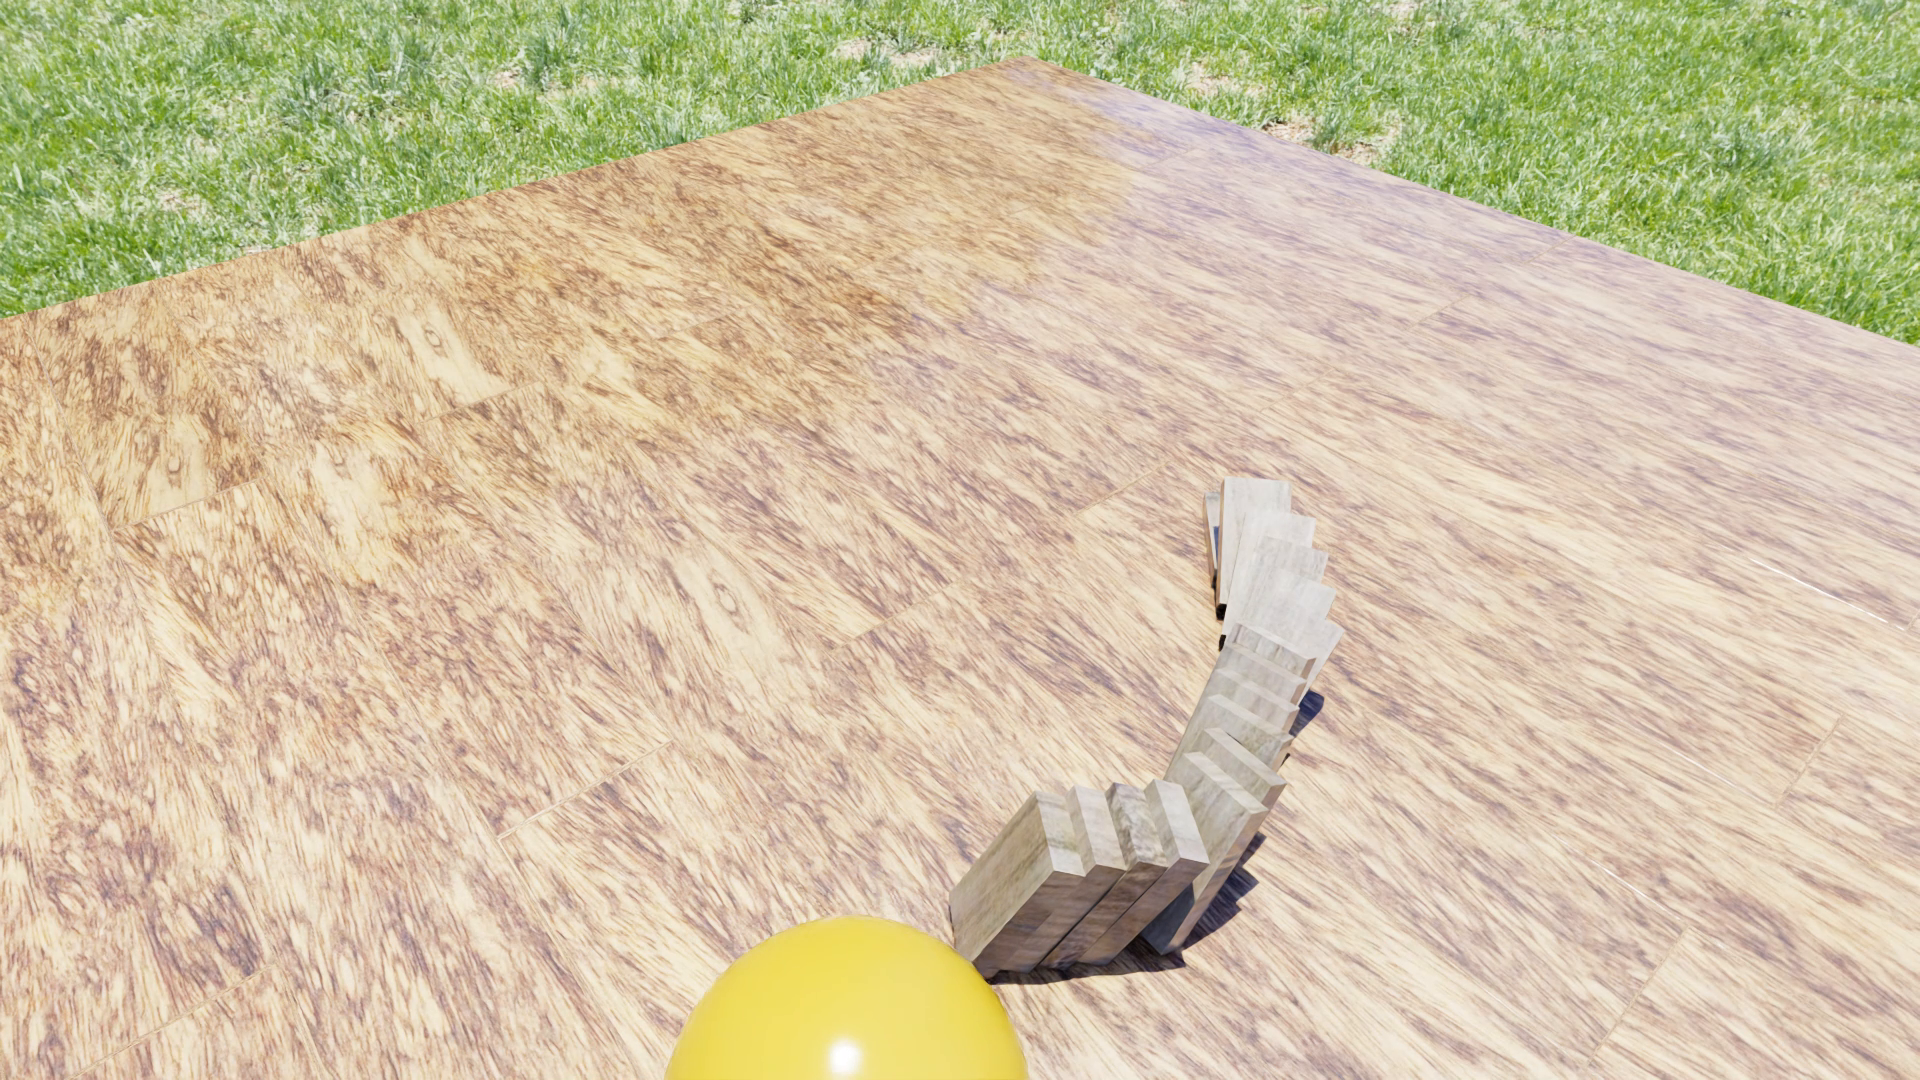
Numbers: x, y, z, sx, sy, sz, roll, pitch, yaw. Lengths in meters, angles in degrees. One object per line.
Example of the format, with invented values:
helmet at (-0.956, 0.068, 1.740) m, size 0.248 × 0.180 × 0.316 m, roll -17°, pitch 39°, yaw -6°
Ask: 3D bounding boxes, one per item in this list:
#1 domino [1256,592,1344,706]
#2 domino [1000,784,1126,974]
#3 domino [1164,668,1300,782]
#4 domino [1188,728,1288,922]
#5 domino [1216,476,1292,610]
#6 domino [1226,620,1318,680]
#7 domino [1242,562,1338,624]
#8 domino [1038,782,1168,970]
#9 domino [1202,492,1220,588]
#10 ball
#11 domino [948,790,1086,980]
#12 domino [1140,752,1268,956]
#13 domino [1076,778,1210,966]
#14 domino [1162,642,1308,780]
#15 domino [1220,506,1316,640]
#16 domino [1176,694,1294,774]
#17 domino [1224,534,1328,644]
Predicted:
domino at (0.103, 0.045, 0.365) m, size 0.025 × 0.009 × 0.050 m, roll 32°, pitch 81°, yaw 21°
domino at (0.025, 0.093, 0.299) m, size 0.009 × 0.050 × 0.025 m, roll 18°, pitch 34°, yaw -23°
domino at (0.079, 0.067, 0.332) m, size 0.025 × 0.050 × 0.010 m, roll 30°, pitch 17°, yaw 31°
domino at (0.069, 0.082, 0.314) m, size 0.010 × 0.050 × 0.025 m, roll 6°, pitch 26°, yaw -47°
domino at (0.112, 0.002, 0.419) m, size 0.025 × 0.010 × 0.050 m, roll 5°, pitch 75°, yaw 5°
domino at (0.090, 0.053, 0.348) m, size 0.025 × 0.050 × 0.009 m, roll 30°, pitch 16°, yaw 31°
domino at (0.107, 0.036, 0.378) m, size 0.025 × 0.009 × 0.050 m, roll 23°, pitch 78°, yaw 20°
domino at (0.036, 0.092, 0.300) m, size 0.009 × 0.050 × 0.025 m, roll 18°, pitch 34°, yaw -23°
domino at (0.113, 0.000, 0.444) m, size 0.025 × 0.010 × 0.050 m, roll 3°, pitch 39°, yaw 4°
ball at (-0.024, 0.123, 0.237) m, size 0.080 × 0.080 × 0.080 m, roll 0°, pitch 39°, yaw 0°
domino at (0.014, 0.094, 0.298) m, size 0.010 × 0.050 × 0.025 m, roll 18°, pitch 34°, yaw -23°
domino at (0.062, 0.087, 0.307) m, size 0.009 × 0.050 × 0.025 m, roll 6°, pitch 26°, yaw -47°
domino at (0.046, 0.091, 0.301) m, size 0.010 × 0.050 × 0.025 m, roll 18°, pitch 34°, yaw -23°
domino at (0.084, 0.060, 0.340) m, size 0.025 × 0.050 × 0.010 m, roll 30°, pitch 16°, yaw 31°
domino at (0.113, 0.014, 0.405) m, size 0.025 × 0.010 × 0.050 m, roll 12°, pitch 75°, yaw 13°
domino at (0.075, 0.074, 0.323) m, size 0.025 × 0.050 × 0.009 m, roll 30°, pitch 17°, yaw 31°
domino at (0.111, 0.025, 0.391) m, size 0.025 × 0.010 × 0.050 m, roll 17°, pitch 77°, yaw 17°
